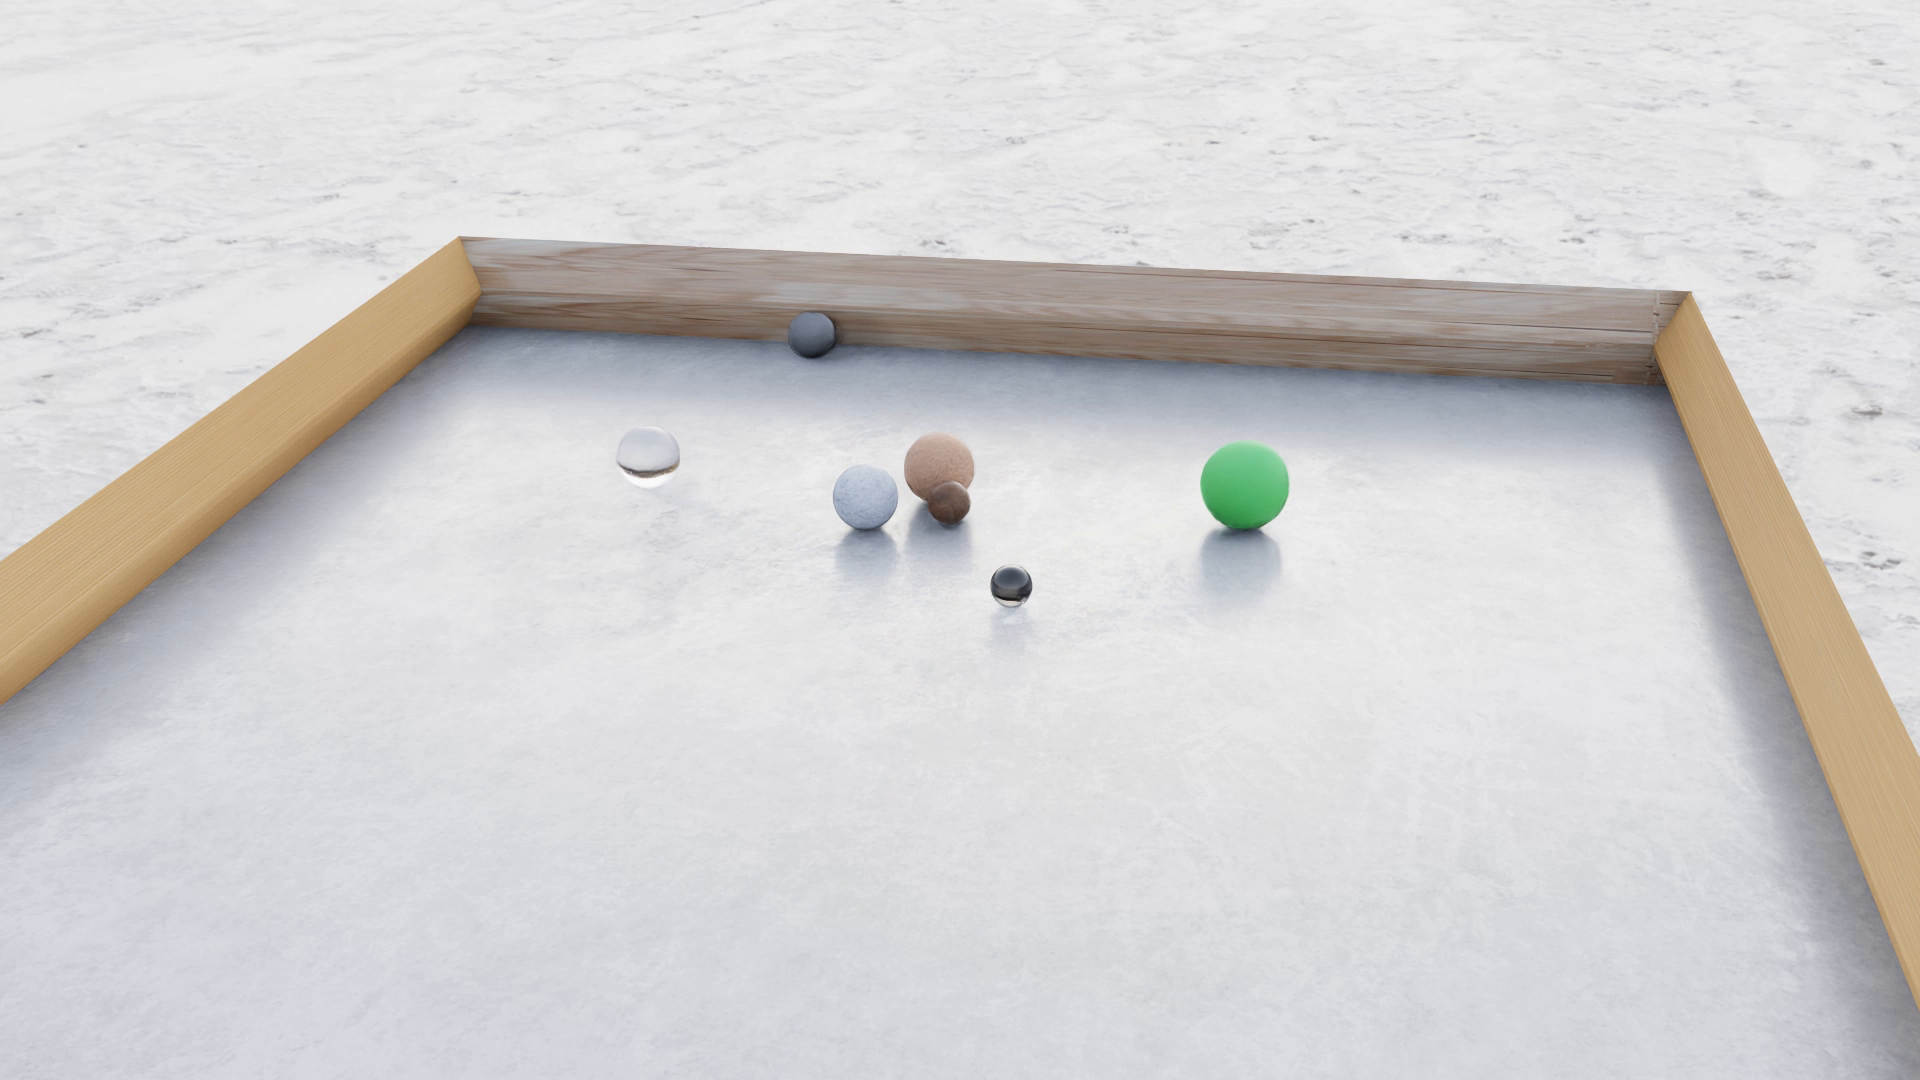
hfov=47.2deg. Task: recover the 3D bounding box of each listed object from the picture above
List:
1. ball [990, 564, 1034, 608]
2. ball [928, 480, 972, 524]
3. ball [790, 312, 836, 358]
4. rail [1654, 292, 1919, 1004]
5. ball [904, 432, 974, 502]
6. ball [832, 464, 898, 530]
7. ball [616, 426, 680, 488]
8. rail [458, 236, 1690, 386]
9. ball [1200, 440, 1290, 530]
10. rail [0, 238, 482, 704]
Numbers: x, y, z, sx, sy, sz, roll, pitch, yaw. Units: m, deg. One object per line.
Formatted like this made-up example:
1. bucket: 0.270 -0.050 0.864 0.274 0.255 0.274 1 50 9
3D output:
1. ball: 0.053 0.047 2.266 0.045 0.045 0.045 0 23 0
2. ball: -0.012 -0.043 2.470 0.049 0.049 0.049 0 23 0
3. ball: -0.202 -0.281 3.013 0.063 0.063 0.063 0 23 0
4. rail: 0.687 0.313 1.531 0.045 0.129 2.990 4 23 9
5. ball: -0.024 -0.082 2.522 0.082 0.082 0.082 0 23 0
6. ball: -0.105 -0.048 2.452 0.074 0.074 0.074 0 23 0
7. ball: -0.363 -0.097 2.566 0.074 0.074 0.074 0 23 0
8. rail: 0.117 -0.308 2.989 1.684 0.129 0.045 4 23 9
9. ball: 0.317 -0.061 2.450 0.099 0.099 0.099 0 23 0
10. rail: -0.928 0.209 1.775 0.045 0.129 2.990 4 23 9
